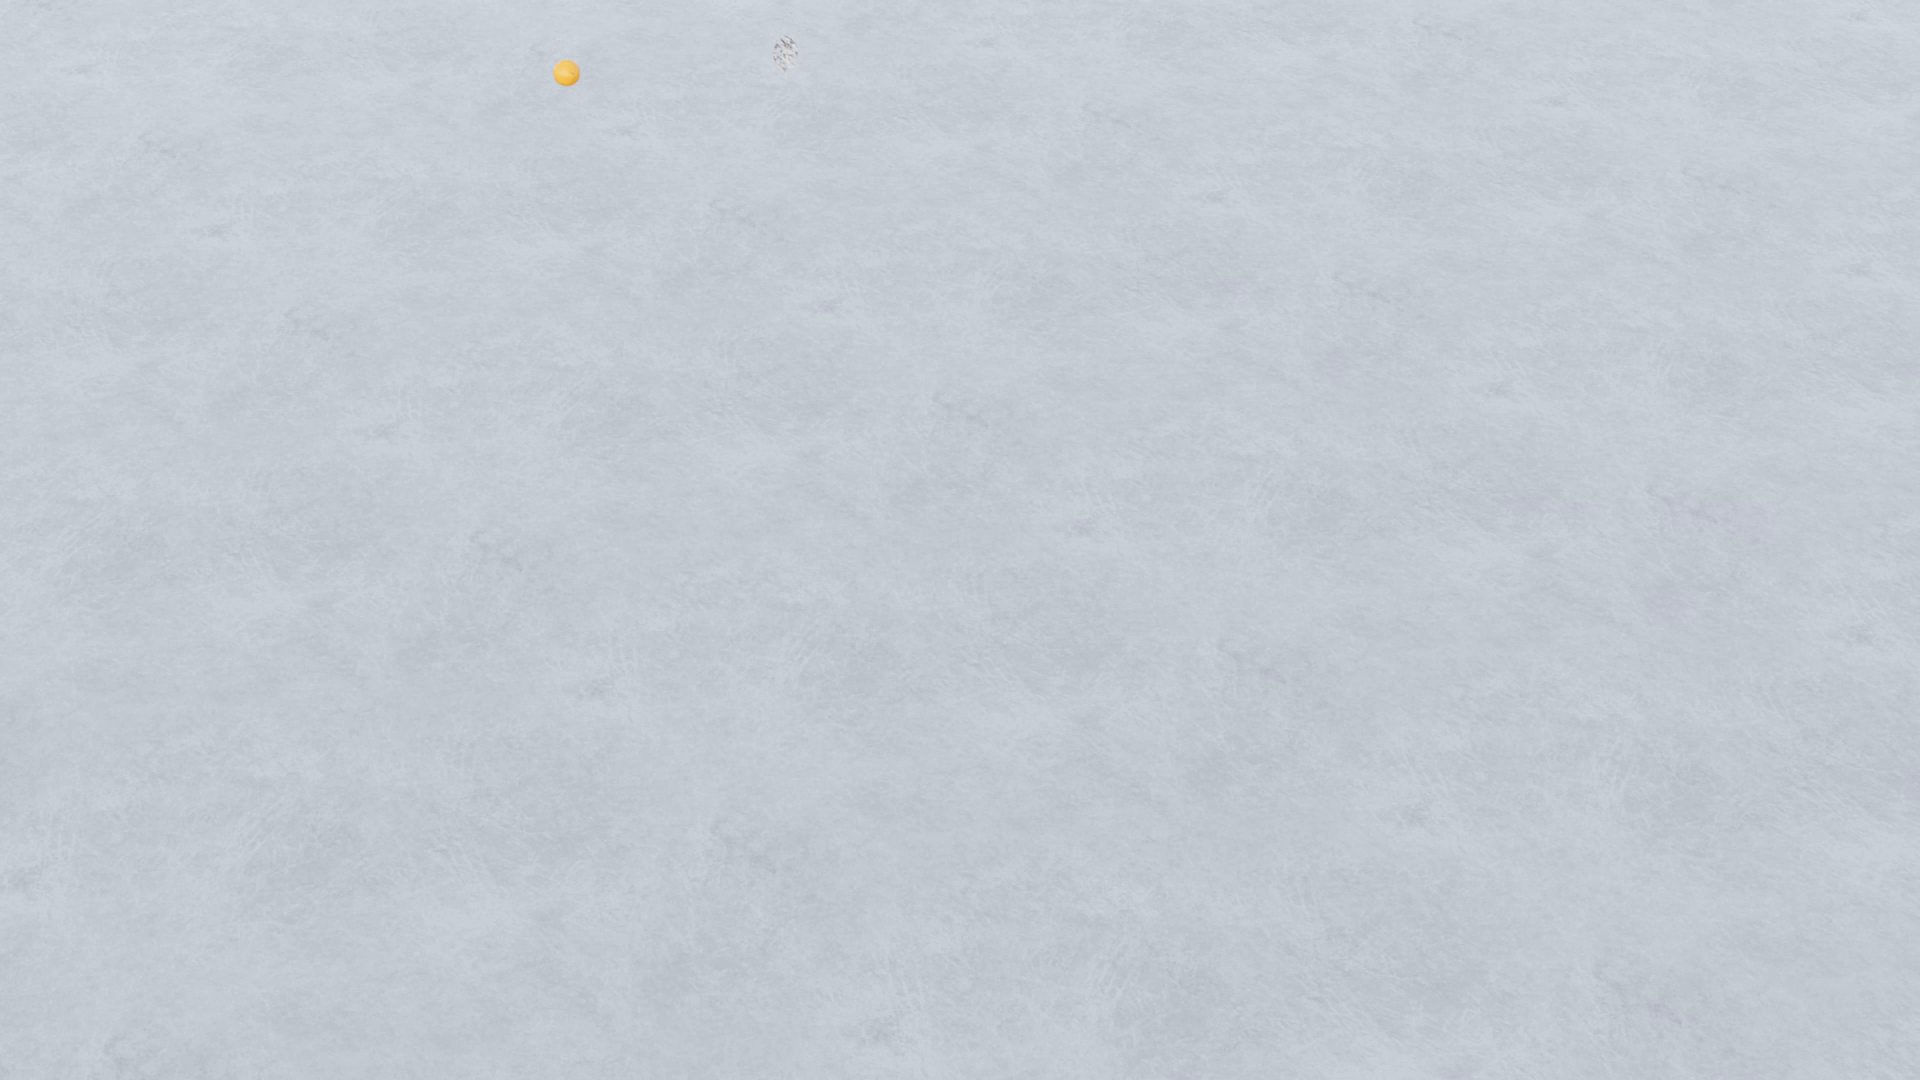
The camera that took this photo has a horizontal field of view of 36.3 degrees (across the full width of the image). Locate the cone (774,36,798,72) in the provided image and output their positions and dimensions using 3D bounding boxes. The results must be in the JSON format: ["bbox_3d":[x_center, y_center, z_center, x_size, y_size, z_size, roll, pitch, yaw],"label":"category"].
[{"bbox_3d":[-0.450,-1.308,7.824,0.078,0.111,0.054,37,48,11],"label":"cone"}]
